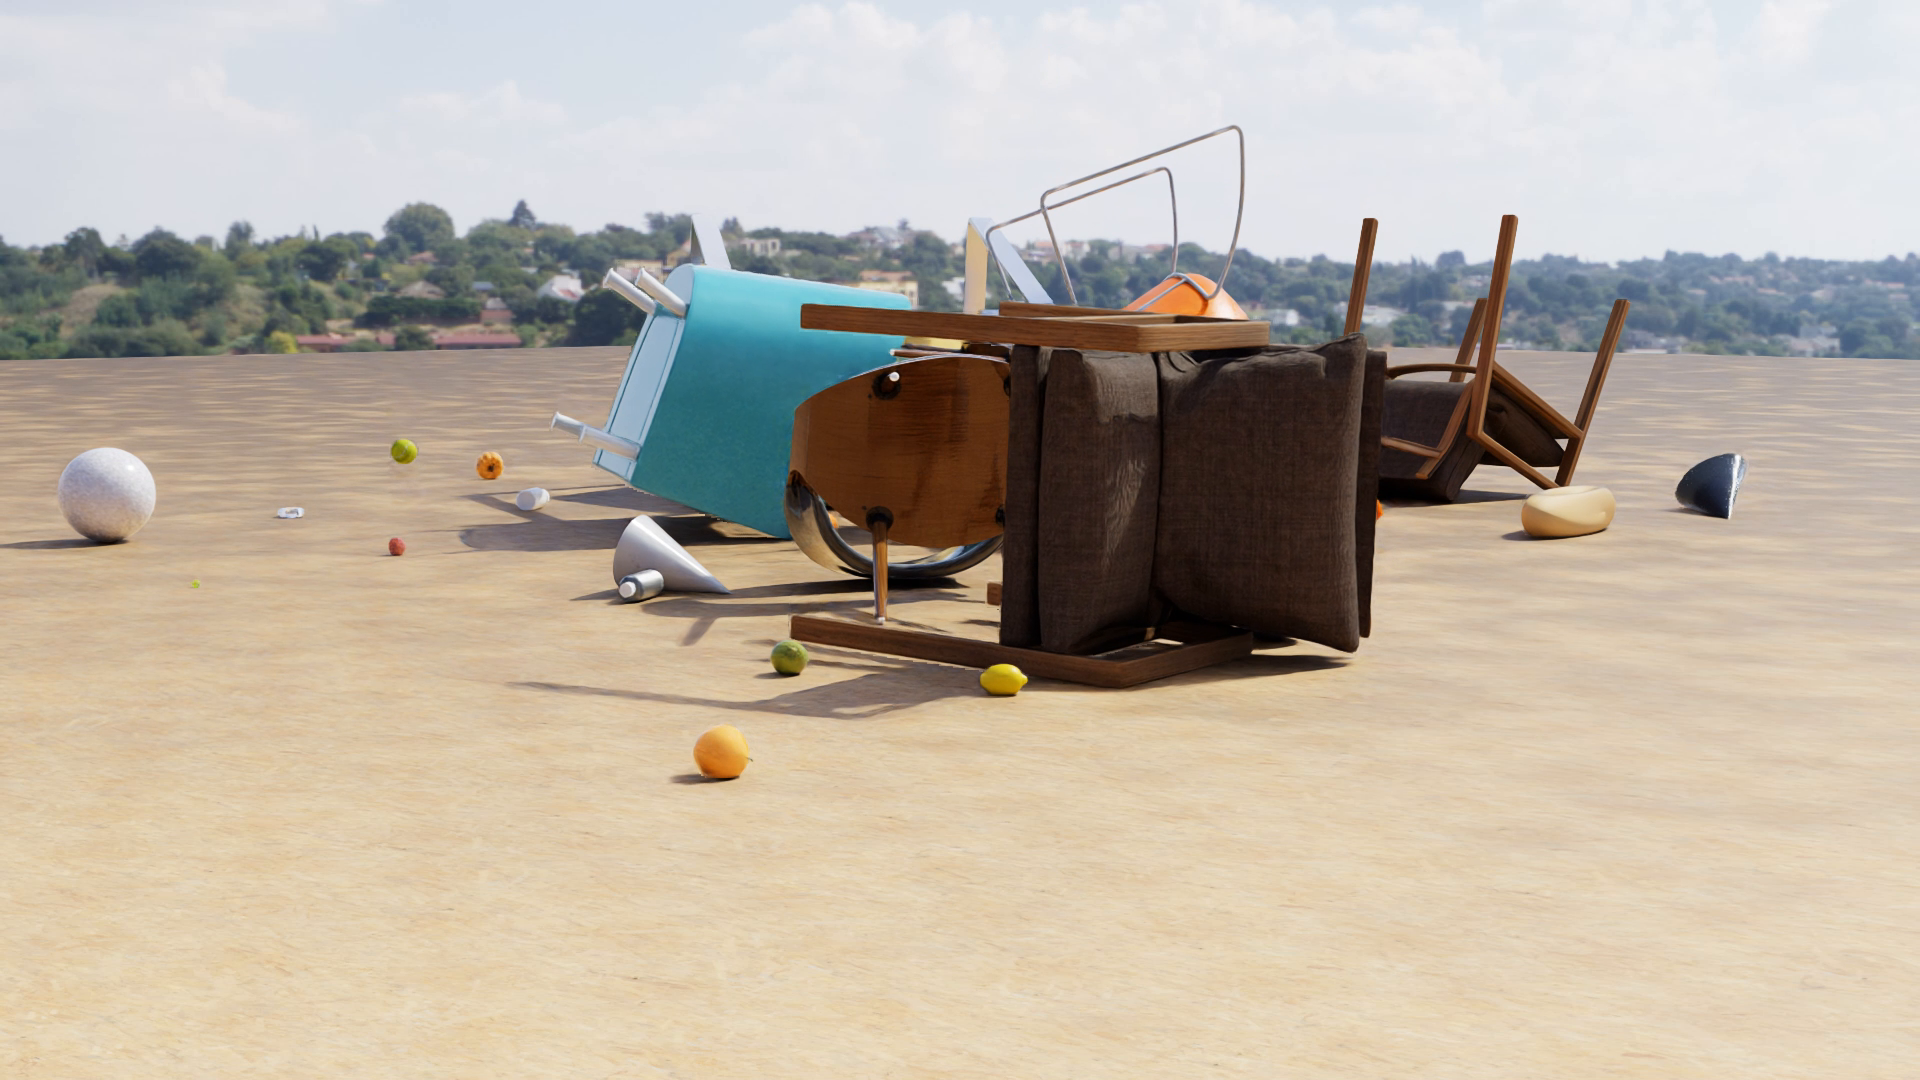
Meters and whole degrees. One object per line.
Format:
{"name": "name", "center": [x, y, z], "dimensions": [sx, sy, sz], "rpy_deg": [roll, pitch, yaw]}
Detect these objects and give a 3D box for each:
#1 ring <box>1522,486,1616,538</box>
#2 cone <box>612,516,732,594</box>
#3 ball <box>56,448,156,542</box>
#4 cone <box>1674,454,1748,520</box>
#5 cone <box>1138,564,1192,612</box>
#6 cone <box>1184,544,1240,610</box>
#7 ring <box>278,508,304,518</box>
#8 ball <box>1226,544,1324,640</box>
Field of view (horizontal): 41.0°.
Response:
{"name": "ring", "center": [1.571, -0.075, 6.615], "dimensions": [0.184, 0.108, 0.483], "rpy_deg": [1, 6, 33]}
{"name": "cone", "center": [-0.575, 0.069, 5.340], "dimensions": [0.234, 0.158, 0.238], "rpy_deg": [22, -13, 12]}
{"name": "ball", "center": [-2.115, -0.112, 6.360], "dimensions": [0.234, 0.234, 0.234], "rpy_deg": [0, 6, 0]}
{"name": "cone", "center": [2.103, -0.111, 7.103], "dimensions": [0.217, 0.129, 0.317], "rpy_deg": [-33, 14, 18]}
{"name": "cone", "center": [0.416, 0.113, 5.100], "dimensions": [0.107, 0.067, 0.119], "rpy_deg": [-38, 51, -8]}
{"name": "cone", "center": [0.509, 0.103, 5.093], "dimensions": [0.188, 0.094, 0.181], "rpy_deg": [32, -28, -3]}
{"name": "ring", "center": [-1.831, -0.075, 7.024], "dimensions": [0.071, 0.024, 0.096], "rpy_deg": [-3, 6, -14]}
{"name": "ball", "center": [0.568, 0.095, 4.638], "dimensions": [0.175, 0.175, 0.175], "rpy_deg": [0, 6, 0]}
